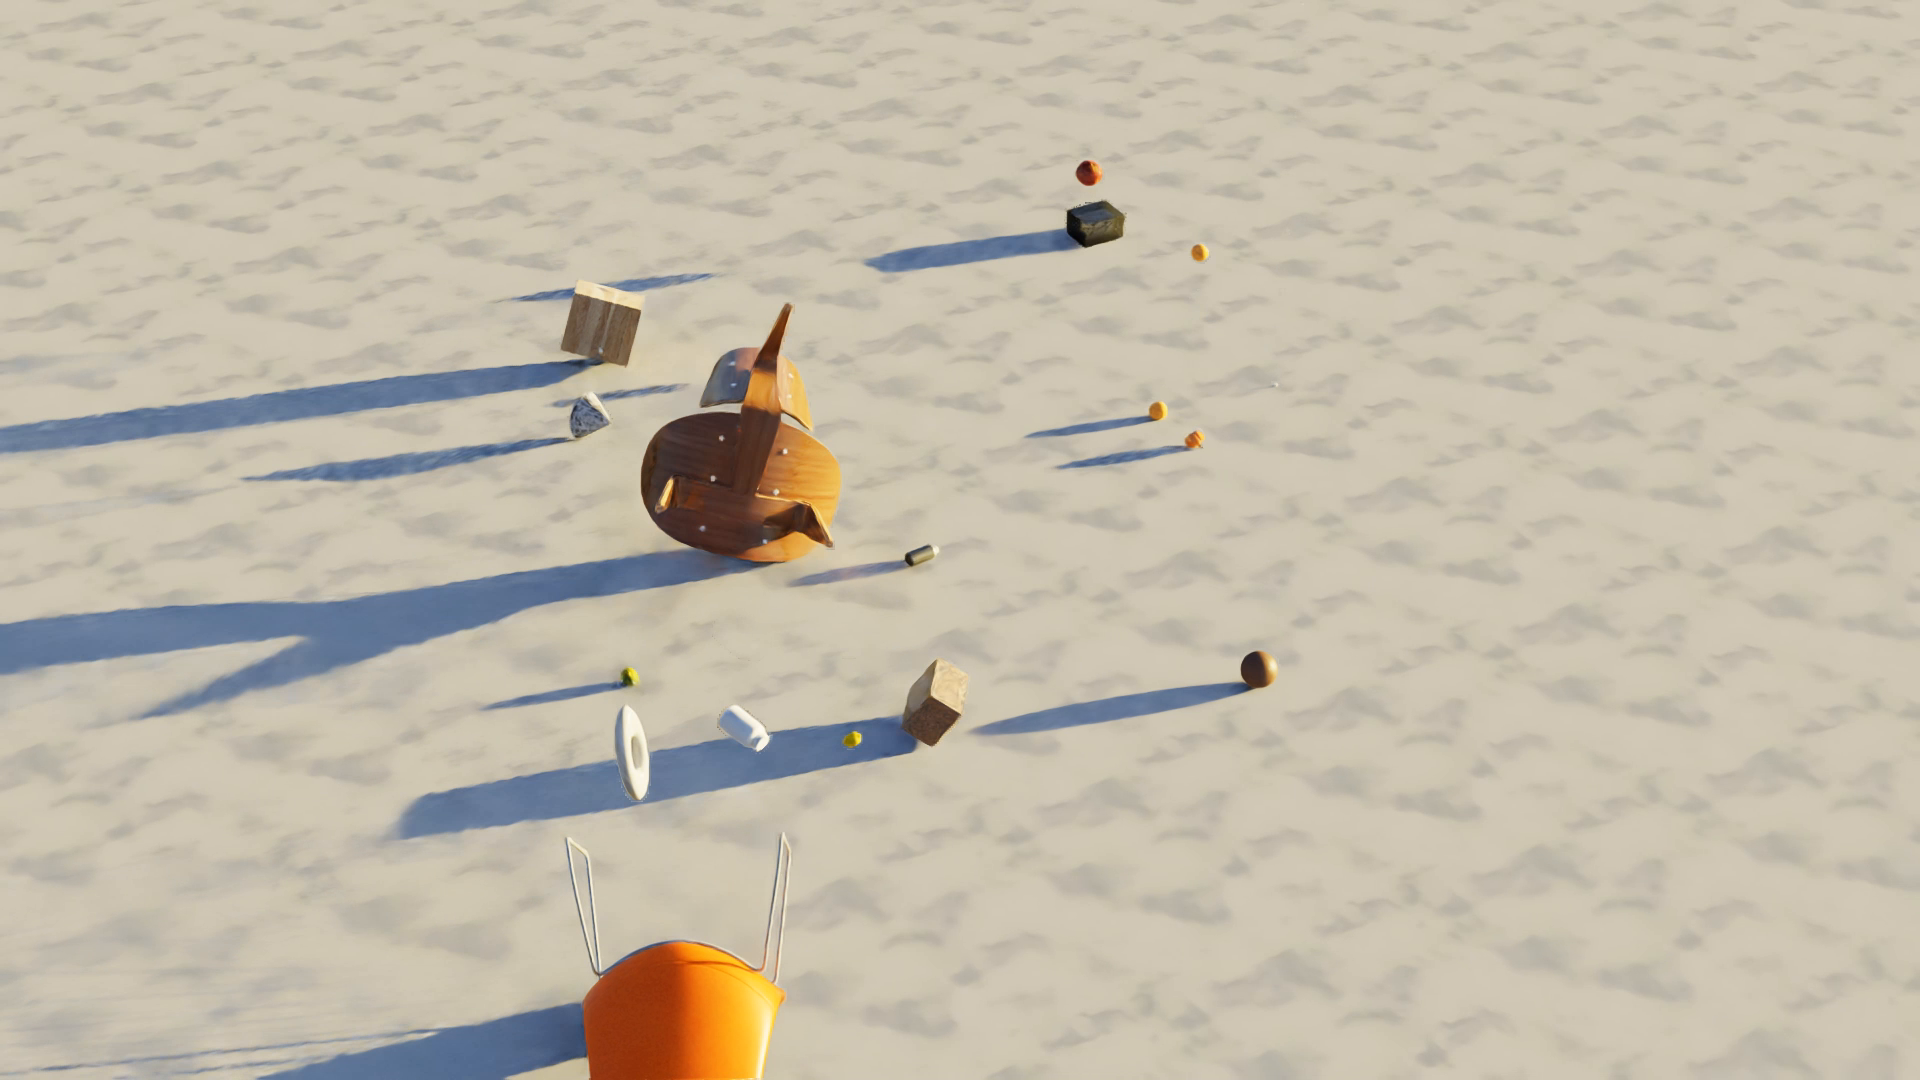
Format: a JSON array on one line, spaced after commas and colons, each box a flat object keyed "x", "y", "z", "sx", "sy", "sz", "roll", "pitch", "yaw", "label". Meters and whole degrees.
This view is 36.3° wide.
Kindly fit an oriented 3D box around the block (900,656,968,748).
[{"x": -0.085, "y": 0.546, "z": 9.905, "sx": 0.127, "sy": 0.177, "sz": 0.225, "roll": 33, "pitch": 31, "yaw": -13, "label": "block"}]

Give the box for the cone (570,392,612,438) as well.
[{"x": -1.417, "y": -0.473, "z": 11.480, "sx": 0.165, "sy": 0.193, "sz": 0.140, "roll": 16, "pitch": -6, "yaw": 40, "label": "cone"}]

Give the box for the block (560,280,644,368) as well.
[{"x": -1.457, "y": -0.885, "z": 11.957, "sx": 0.277, "sy": 0.252, "sz": 0.179, "roll": 14, "pitch": 21, "yaw": -8, "label": "block"}]

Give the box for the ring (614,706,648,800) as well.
[{"x": -1.009, "y": 0.655, "z": 9.013, "sx": 0.047, "sy": 0.309, "sz": 0.133, "roll": 1, "pitch": 19, "yaw": 26, "label": "ring"}]

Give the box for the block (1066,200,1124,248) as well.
[{"x": 0.598, "y": -1.398, "z": 12.962, "sx": 0.197, "sy": 0.114, "sz": 0.161, "roll": -17, "pitch": 37, "yaw": -24, "label": "block"}]
